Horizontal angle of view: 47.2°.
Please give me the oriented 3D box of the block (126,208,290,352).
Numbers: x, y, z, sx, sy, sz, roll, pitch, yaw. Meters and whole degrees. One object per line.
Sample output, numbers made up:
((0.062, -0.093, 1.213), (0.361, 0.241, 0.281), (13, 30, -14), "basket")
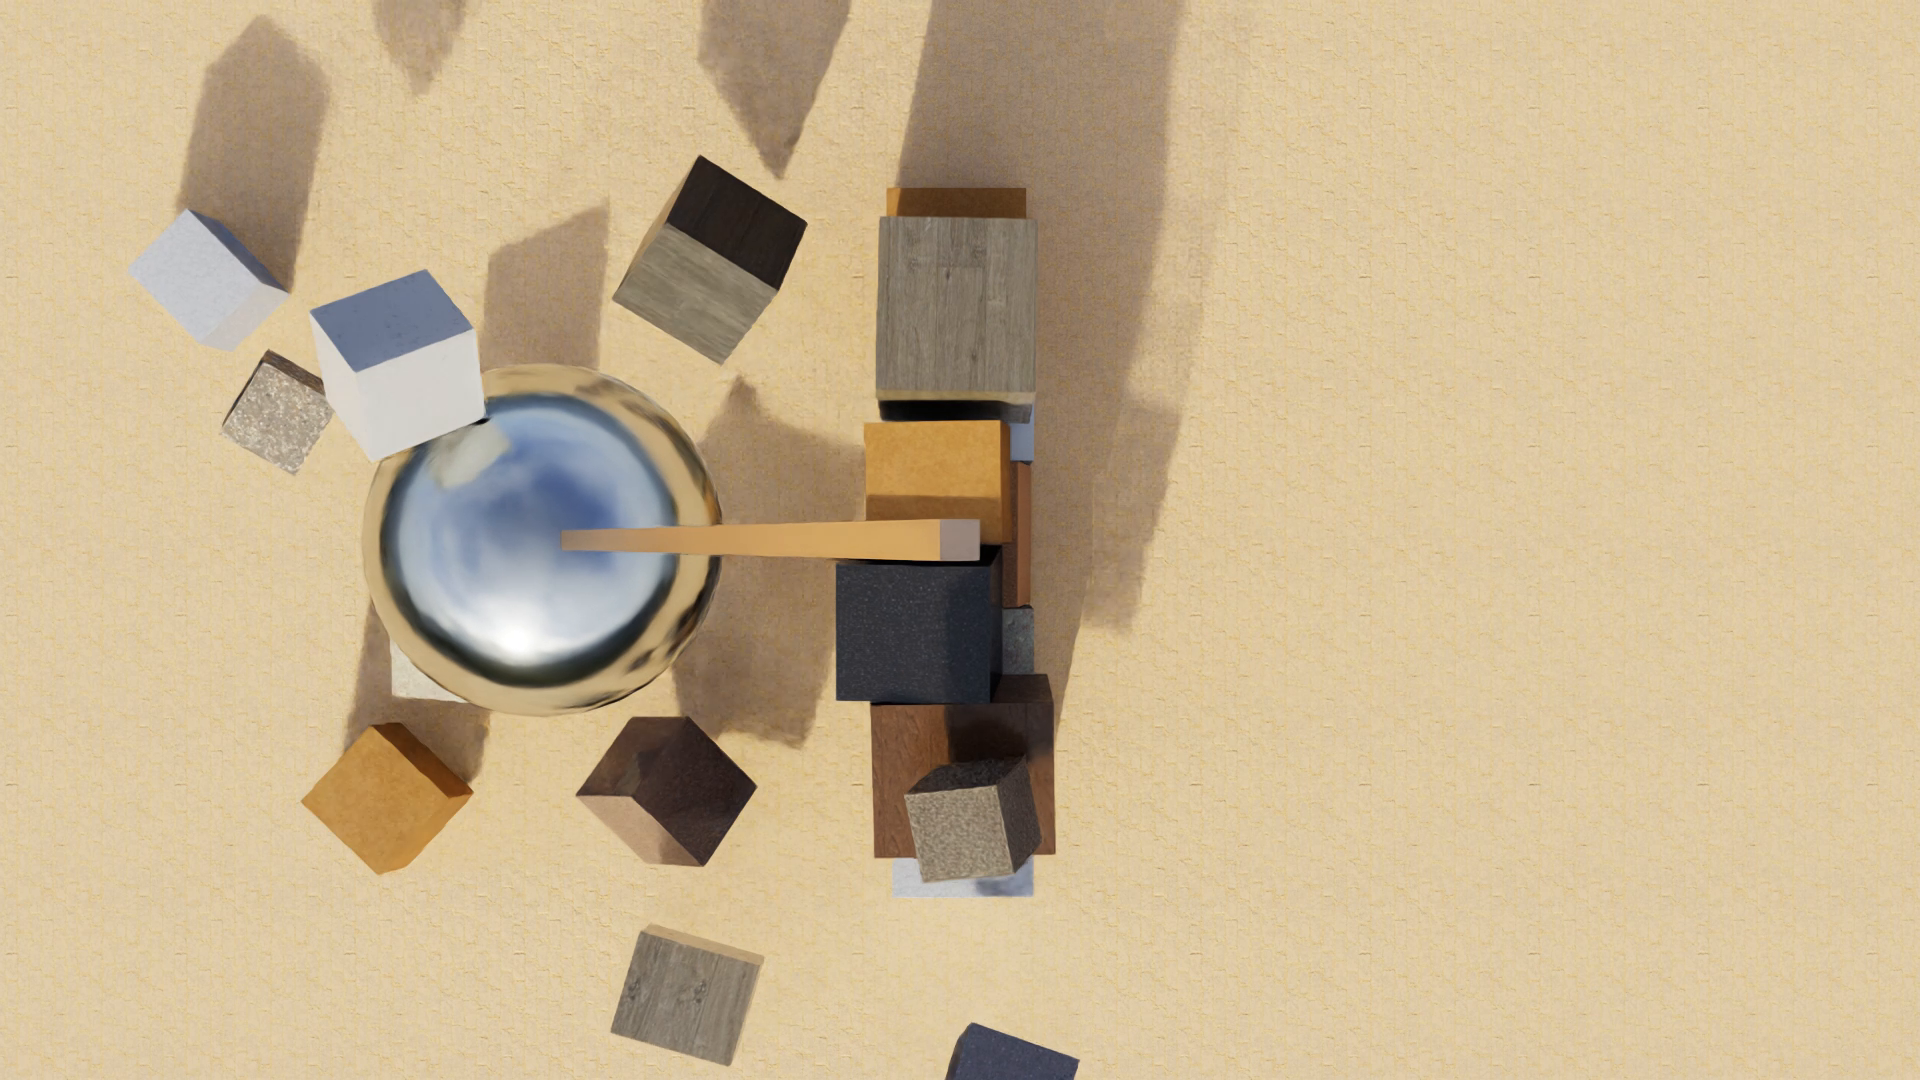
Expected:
((-4.341, -1.494, 12.726), (0.492, 0.546, 0.599), (-45, 90, 0), "block")

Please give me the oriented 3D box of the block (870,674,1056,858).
((0.017, 1.195, 11.743), (0.944, 0.740, 0.811), (-1, 98, 0), "block")

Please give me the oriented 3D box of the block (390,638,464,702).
((-2.753, 0.483, 12.508), (0.674, 0.724, 0.714), (4, 100, 15), "block")

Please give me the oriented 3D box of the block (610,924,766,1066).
((-1.480, 2.480, 12.031), (0.667, 0.579, 0.554), (16, 84, 0), "block")

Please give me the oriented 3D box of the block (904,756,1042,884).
((0.071, 1.390, 10.970), (0.481, 0.495, 0.455), (-8, 99, 20), "block")

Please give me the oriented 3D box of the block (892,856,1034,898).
((0.016, 1.611, 12.586), (0.781, 0.828, 0.736), (0, 90, 0), "block")

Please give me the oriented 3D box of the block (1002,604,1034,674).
((0.013, 0.809, 12.561), (0.792, 0.878, 0.857), (0, 90, 0), "block")

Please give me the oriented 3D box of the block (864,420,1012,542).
((-0.108, -0.300, 11.701), (0.707, 0.616, 0.629), (-1, 90, 6), "block")

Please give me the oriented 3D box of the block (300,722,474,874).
((-3.289, 1.482, 12.678), (0.610, 0.575, 0.586), (42, 89, 4), "block")

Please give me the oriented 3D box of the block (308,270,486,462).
((-2.329, -0.727, 9.133), (0.520, 0.495, 0.445), (-25, 53, -26), "block")

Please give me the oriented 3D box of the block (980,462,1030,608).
((-0.051, -0.034, 12.483), (0.836, 0.952, 0.794), (0, 90, 6), "block")

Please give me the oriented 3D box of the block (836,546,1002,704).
((-0.205, 0.431, 11.655), (0.797, 0.741, 0.715), (1, 98, 6), "block")

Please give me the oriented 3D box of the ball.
((-1.867, 0.000, 9.897), (1.600, 1.600, 1.600), (0, 90, 0), "ball")

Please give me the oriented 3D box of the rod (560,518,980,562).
((-0.809, 0.000, 6.666), (0.080, 5.200, 0.080), (0, 90, -18), "rod")

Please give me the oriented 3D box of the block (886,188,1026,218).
((-0.020, -1.570, 12.674), (0.784, 0.652, 0.815), (0, 90, 0), "block")

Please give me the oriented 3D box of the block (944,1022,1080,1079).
((0.209, 2.995, 11.609), (0.600, 0.548, 0.642), (19, 67, -1), "block")

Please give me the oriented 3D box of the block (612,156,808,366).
((-1.379, -1.543, 12.163), (0.704, 0.623, 0.695), (31, 134, -14), "block")

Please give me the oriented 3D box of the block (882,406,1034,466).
((-0.010, -0.798, 12.587), (0.843, 0.826, 0.712), (0, 90, 0), "block")

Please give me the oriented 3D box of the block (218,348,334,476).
((-3.634, -0.687, 11.771), (0.440, 0.479, 0.450), (32, 94, -19), "block")

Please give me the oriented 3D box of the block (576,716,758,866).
((-1.657, 1.420, 12.440), (0.622, 0.583, 0.572), (49, 57, -26), "block")

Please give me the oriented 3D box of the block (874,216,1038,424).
((-0.016, -1.152, 11.696), (0.817, 0.949, 0.903), (1, 83, 0), "block")
